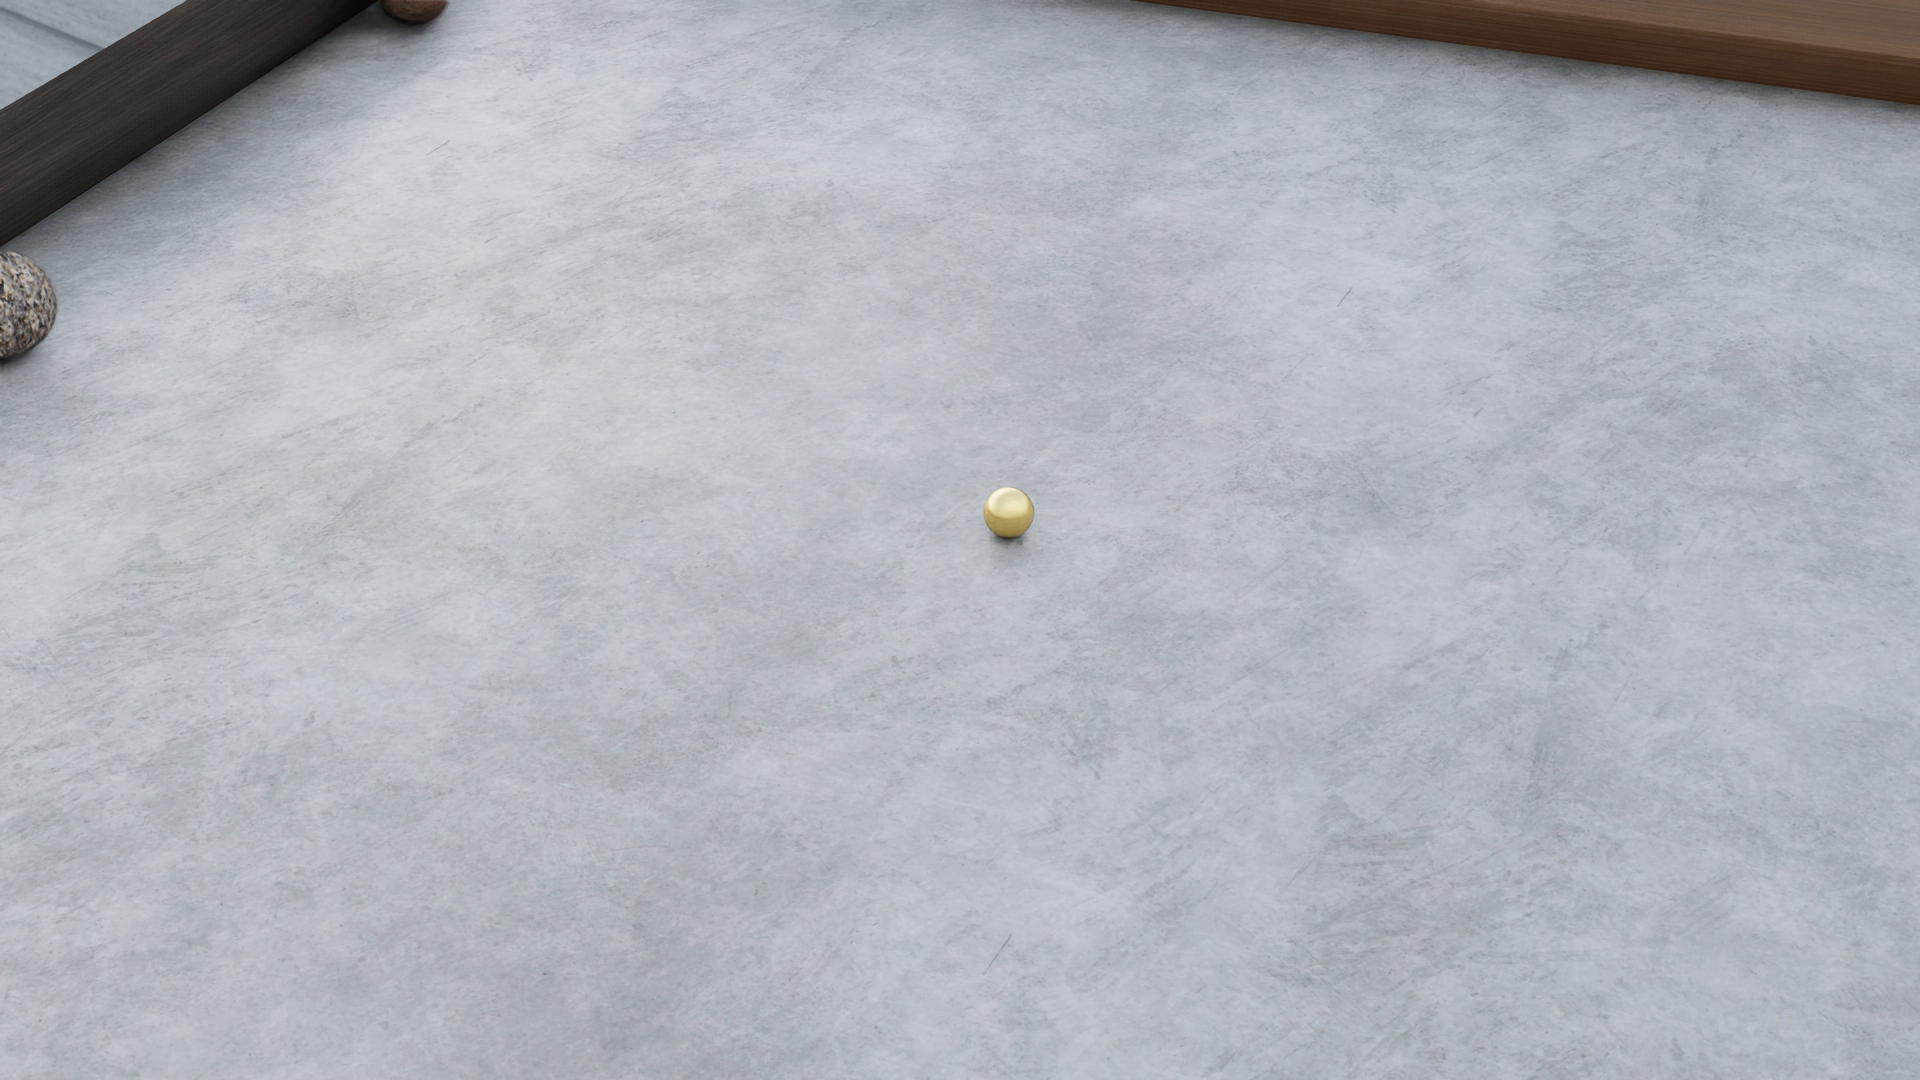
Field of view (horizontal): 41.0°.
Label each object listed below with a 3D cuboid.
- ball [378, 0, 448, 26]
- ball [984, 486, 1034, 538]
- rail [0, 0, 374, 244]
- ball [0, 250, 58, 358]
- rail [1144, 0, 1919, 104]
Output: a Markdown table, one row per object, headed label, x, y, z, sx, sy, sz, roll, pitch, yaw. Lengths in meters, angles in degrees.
| label | x | y | z | sx | sy | sz | roll | pitch | yaw |
| --- | --- | --- | --- | --- | --- | --- | --- | --- | --- |
| ball | -0.652 | -0.657 | 3.057 | 0.086 | 0.086 | 0.086 | 0 | 33 | 0 |
| ball | 0.040 | -0.023 | 2.116 | 0.042 | 0.042 | 0.042 | 0 | 33 | 0 |
| rail | -1.022 | -0.229 | 2.353 | 0.045 | 0.129 | 2.544 | 11 | 35 | 17 |
| ball | -0.885 | -0.217 | 2.364 | 0.100 | 0.100 | 0.100 | 0 | 33 | 0 |
| rail | 1.478 | -0.449 | 2.693 | 4.456 | 0.129 | 0.045 | 11 | 35 | 17 |
